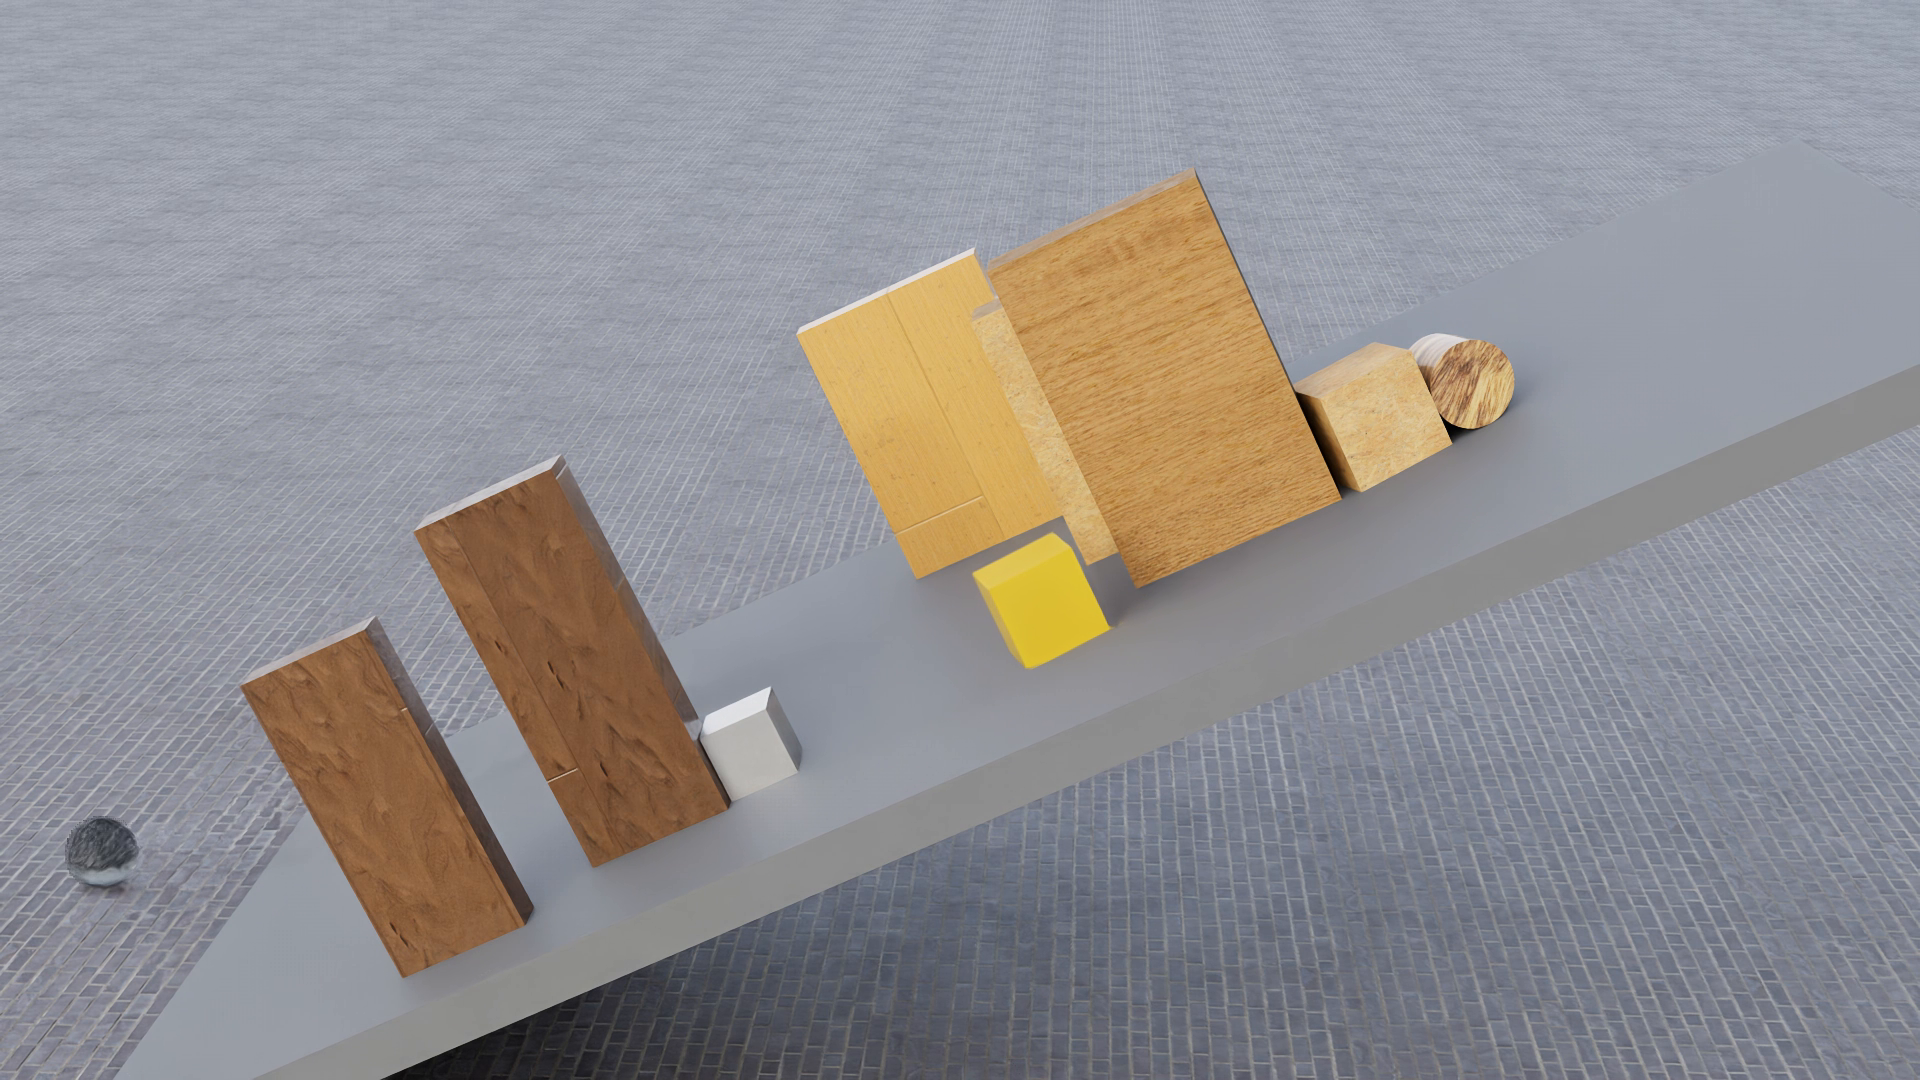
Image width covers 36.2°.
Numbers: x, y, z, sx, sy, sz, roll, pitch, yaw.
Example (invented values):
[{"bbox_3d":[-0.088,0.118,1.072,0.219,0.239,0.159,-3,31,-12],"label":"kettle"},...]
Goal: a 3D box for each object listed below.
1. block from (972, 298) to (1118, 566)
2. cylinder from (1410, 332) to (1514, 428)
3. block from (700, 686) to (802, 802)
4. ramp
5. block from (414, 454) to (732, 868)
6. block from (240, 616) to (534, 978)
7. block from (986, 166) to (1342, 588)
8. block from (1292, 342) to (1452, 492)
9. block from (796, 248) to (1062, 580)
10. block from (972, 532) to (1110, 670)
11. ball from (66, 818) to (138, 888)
[{"bbox_3d":[0.290,-0.281,6.229,0.311,0.579,0.143,-24,13,9],"label":"block"},{"bbox_3d":[1.001,-0.323,5.938,0.177,0.177,0.177,-3,9,-12],"label":"cylinder"},{"bbox_3d":[-0.415,0.406,5.860,0.146,0.146,0.146,-24,13,7],"label":"block"},{"bbox_3d":[0.135,0.169,6.282,4.000,0.100,2.000,-24,13,9],"label":"ramp"},{"bbox_3d":[-0.751,0.241,5.773,0.300,0.761,0.119,-24,13,9],"label":"block"},{"bbox_3d":[-1.099,0.498,5.665,0.271,0.657,0.092,-24,13,9],"label":"block"},{"bbox_3d":[0.409,-0.320,5.865,0.447,0.711,0.127,-24,13,9],"label":"block"},{"bbox_3d":[0.821,-0.250,5.923,0.210,0.210,0.210,-28,13,-7],"label":"block"},{"bbox_3d":[-0.033,-0.287,6.740,0.444,0.635,0.084,-24,13,9],"label":"block"},{"bbox_3d":[0.159,0.120,5.805,0.181,0.181,0.181,-27,13,-4],"label":"block"},{"bbox_3d":[-2.094,0.764,7.180,0.168,0.168,0.168,0,16,0],"label":"ball"}]
